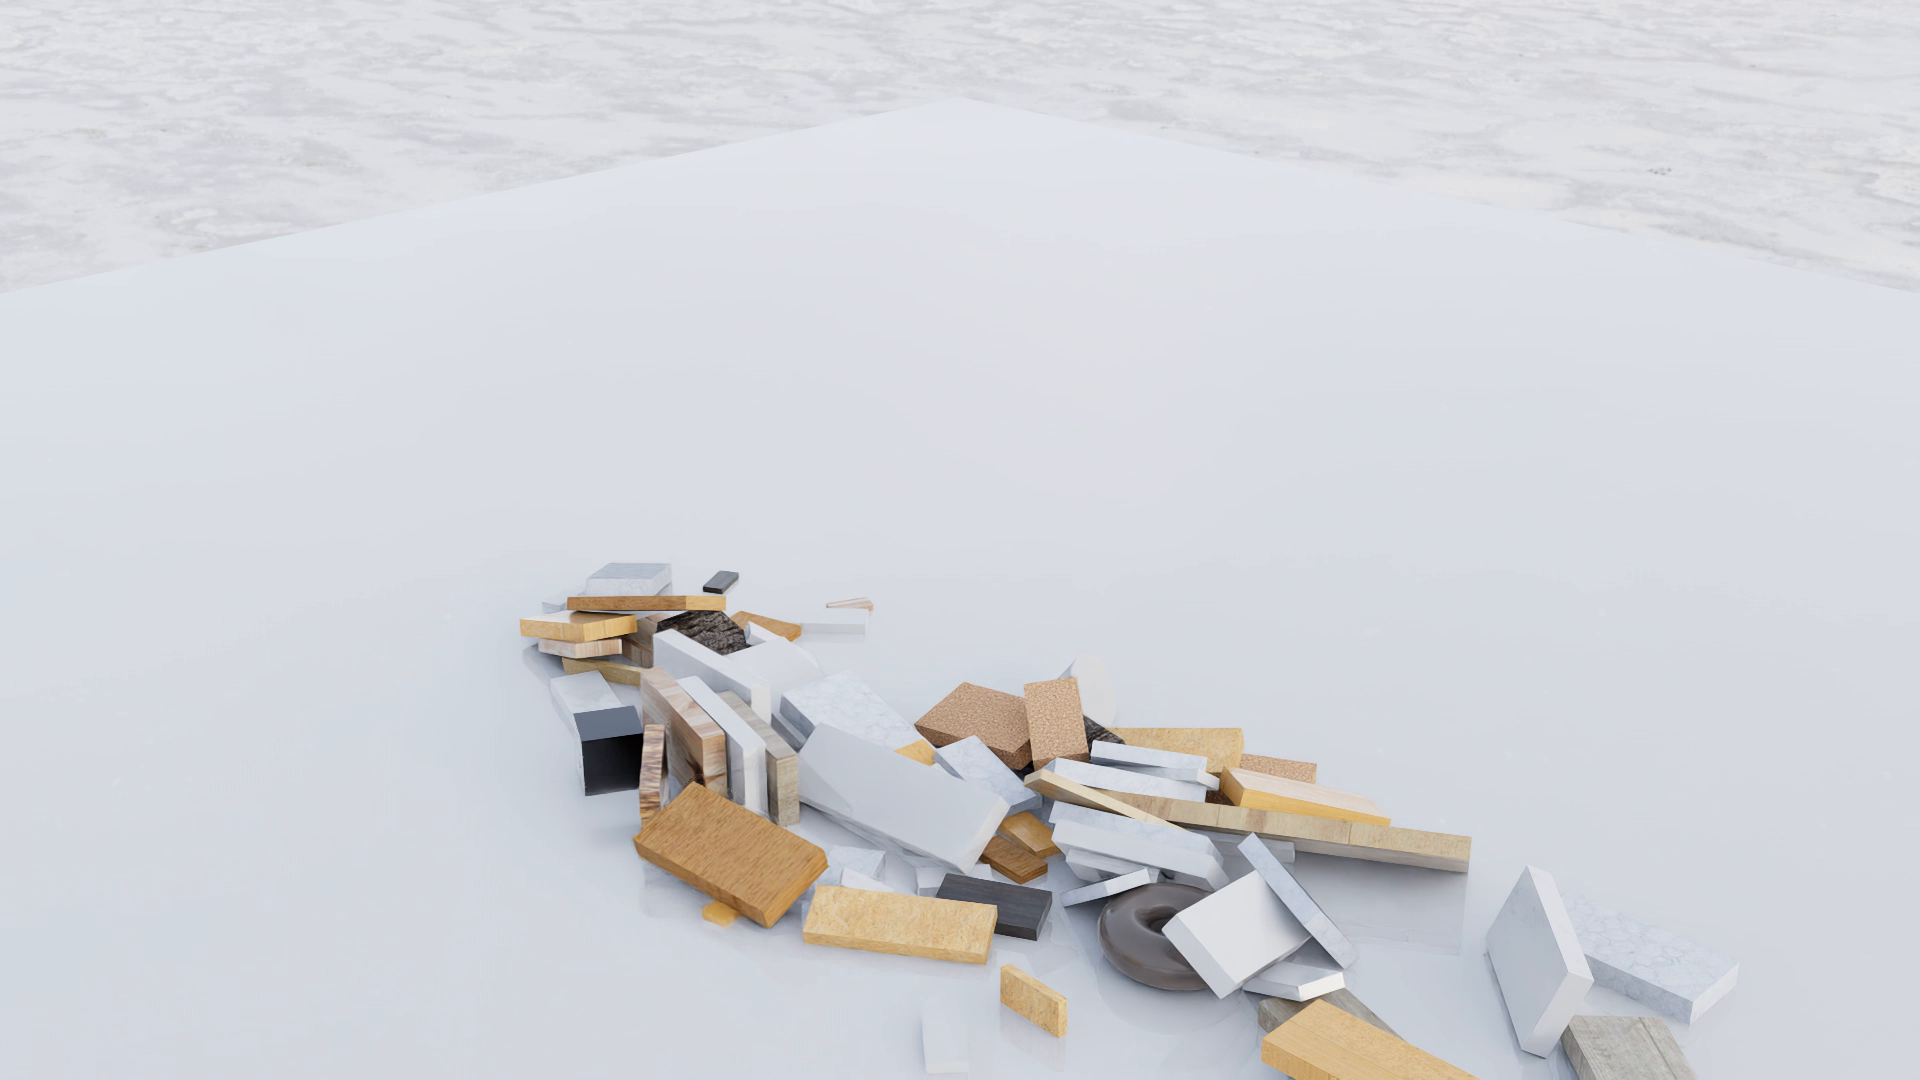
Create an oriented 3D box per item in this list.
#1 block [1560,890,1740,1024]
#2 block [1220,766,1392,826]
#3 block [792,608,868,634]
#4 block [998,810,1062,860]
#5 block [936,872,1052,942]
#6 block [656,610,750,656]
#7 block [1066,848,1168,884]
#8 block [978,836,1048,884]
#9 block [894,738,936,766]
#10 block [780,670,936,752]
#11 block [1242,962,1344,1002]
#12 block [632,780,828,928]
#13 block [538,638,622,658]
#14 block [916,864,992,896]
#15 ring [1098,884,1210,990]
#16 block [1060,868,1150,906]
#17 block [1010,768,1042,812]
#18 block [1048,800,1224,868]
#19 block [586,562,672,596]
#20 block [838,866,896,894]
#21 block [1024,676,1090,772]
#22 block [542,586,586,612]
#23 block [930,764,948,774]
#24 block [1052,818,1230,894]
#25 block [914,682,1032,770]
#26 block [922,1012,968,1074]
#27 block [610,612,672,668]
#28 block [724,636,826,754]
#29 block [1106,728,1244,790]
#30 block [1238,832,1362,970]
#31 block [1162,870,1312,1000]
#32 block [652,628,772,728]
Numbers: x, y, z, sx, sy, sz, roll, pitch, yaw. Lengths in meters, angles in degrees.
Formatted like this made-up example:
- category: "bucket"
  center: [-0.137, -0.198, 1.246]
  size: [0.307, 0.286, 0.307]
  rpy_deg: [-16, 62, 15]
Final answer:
- category: "block"
  center: [1.197, 0.745, 3.945]
  size: [0.337, 0.048, 0.168]
  rpy_deg: [21, 31, 40]
- category: "block"
  center: [0.678, 0.517, 4.340]
  size: [0.307, 0.043, 0.153]
  rpy_deg: [13, 9, -11]
- category: "block"
  center: [-0.310, 0.193, 5.273]
  size: [0.175, 0.025, 0.088]
  rpy_deg: [1, 23, 3]
- category: "block"
  center: [0.141, 0.585, 4.356]
  size: [0.071, 0.020, 0.142]
  rpy_deg: [-13, 26, -28]
- category: "block"
  center: [0.058, 0.682, 4.090]
  size: [0.207, 0.029, 0.104]
  rpy_deg: [7, 36, 17]
- category: "block"
  center: [-0.534, 0.263, 4.981]
  size: [0.155, 0.044, 0.310]
  rpy_deg: [-20, 45, -39]
- category: "block"
  center: [0.299, 0.632, 4.155]
  size: [0.184, 0.092, 0.026]
  rpy_deg: [10, 65, 26]
- category: "block"
  center: [0.096, 0.621, 4.272]
  size: [0.071, 0.020, 0.142]
  rpy_deg: [-19, 29, -37]
- category: "block"
  center: [-0.057, 0.491, 4.479]
  size: [0.095, 0.027, 0.190]
  rpy_deg: [-19, 51, -36]
- category: "block"
  center: [-0.204, 0.412, 4.626]
  size: [0.178, 0.050, 0.356]
  rpy_deg: [-18, 41, -35]
- category: "block"
  center: [0.576, 0.767, 3.824]
  size: [0.092, 0.026, 0.184]
  rpy_deg: [-12, 1, -25]
- category: "block"
  center: [-0.437, 0.593, 4.175]
  size: [0.346, 0.049, 0.173]
  rpy_deg: [22, 50, 33]
- category: "block"
  center: [-0.873, 0.242, 5.046]
  size: [0.112, 0.032, 0.223]
  rpy_deg: [-5, 4, -32]
- category: "block"
  center: [-0.010, 0.651, 4.201]
  size: [0.142, 0.020, 0.071]
  rpy_deg: [-2, 23, -6]
- category: "ring"
  center: [0.385, 0.712, 3.964]
  size: [0.276, 0.092, 0.276]
  rpy_deg: [4, 22, -1]
- category: "block"
  center: [0.267, 0.645, 4.077]
  size: [0.092, 0.026, 0.184]
  rpy_deg: [-13, -9, -27]
- category: "block"
  center: [0.088, 0.505, 4.537]
  size: [0.095, 0.027, 0.190]
  rpy_deg: [-9, 25, -20]
- category: "block"
  center: [0.339, 0.577, 4.221]
  size: [0.309, 0.154, 0.044]
  rpy_deg: [11, 70, 24]
- category: "block"
  center: [-0.805, 0.097, 5.367]
  size: [0.155, 0.044, 0.310]
  rpy_deg: [1, 7, 1]
- category: "block"
  center: [-0.175, 0.656, 4.126]
  size: [0.108, 0.015, 0.054]
  rpy_deg: [26, 27, -10]
- category: "block"
  center: [0.197, 0.376, 4.513]
  size: [0.113, 0.032, 0.226]
  rpy_deg: [-8, 39, 2]
- category: "block"
  center: [-0.973, 0.144, 5.403]
  size: [0.053, 0.015, 0.105]
  rpy_deg: [11, 25, 25]
- category: "block"
  center: [-0.022, 0.530, 4.396]
  size: [0.095, 0.027, 0.190]
  rpy_deg: [-21, 50, -38]
- category: "block"
  center: [0.341, 0.604, 4.158]
  size: [0.309, 0.154, 0.044]
  rpy_deg: [11, 70, 24]
- category: "block"
  center: [0.066, 0.391, 4.654]
  size: [0.159, 0.045, 0.318]
  rpy_deg: [-38, 30, -30]
- category: "block"
  center: [-0.025, 0.851, 3.729]
  size: [0.072, 0.020, 0.144]
  rpy_deg: [-1, 23, -3]
- category: "block"
  center: [-0.667, 0.256, 5.100]
  size: [0.155, 0.044, 0.311]
  rpy_deg: [-19, 29, -37]
- category: "block"
  center: [-0.362, 0.347, 4.784]
  size: [0.178, 0.050, 0.356]
  rpy_deg: [-17, 40, -34]
- category: "block"
  center: [0.421, 0.448, 4.520]
  size: [0.303, 0.043, 0.152]
  rpy_deg: [-2, 31, 19]
- category: "block"
  center: [0.620, 0.659, 4.034]
  size: [0.040, 0.141, 0.283]
  rpy_deg: [-42, 29, 1]
- category: "block"
  center: [0.493, 0.692, 3.883]
  size: [0.154, 0.044, 0.309]
  rpy_deg: [48, 30, 18]
- category: "block"
  center: [-0.536, 0.335, 4.743]
  size: [0.050, 0.178, 0.356]
  rpy_deg: [-18, 29, -39]
